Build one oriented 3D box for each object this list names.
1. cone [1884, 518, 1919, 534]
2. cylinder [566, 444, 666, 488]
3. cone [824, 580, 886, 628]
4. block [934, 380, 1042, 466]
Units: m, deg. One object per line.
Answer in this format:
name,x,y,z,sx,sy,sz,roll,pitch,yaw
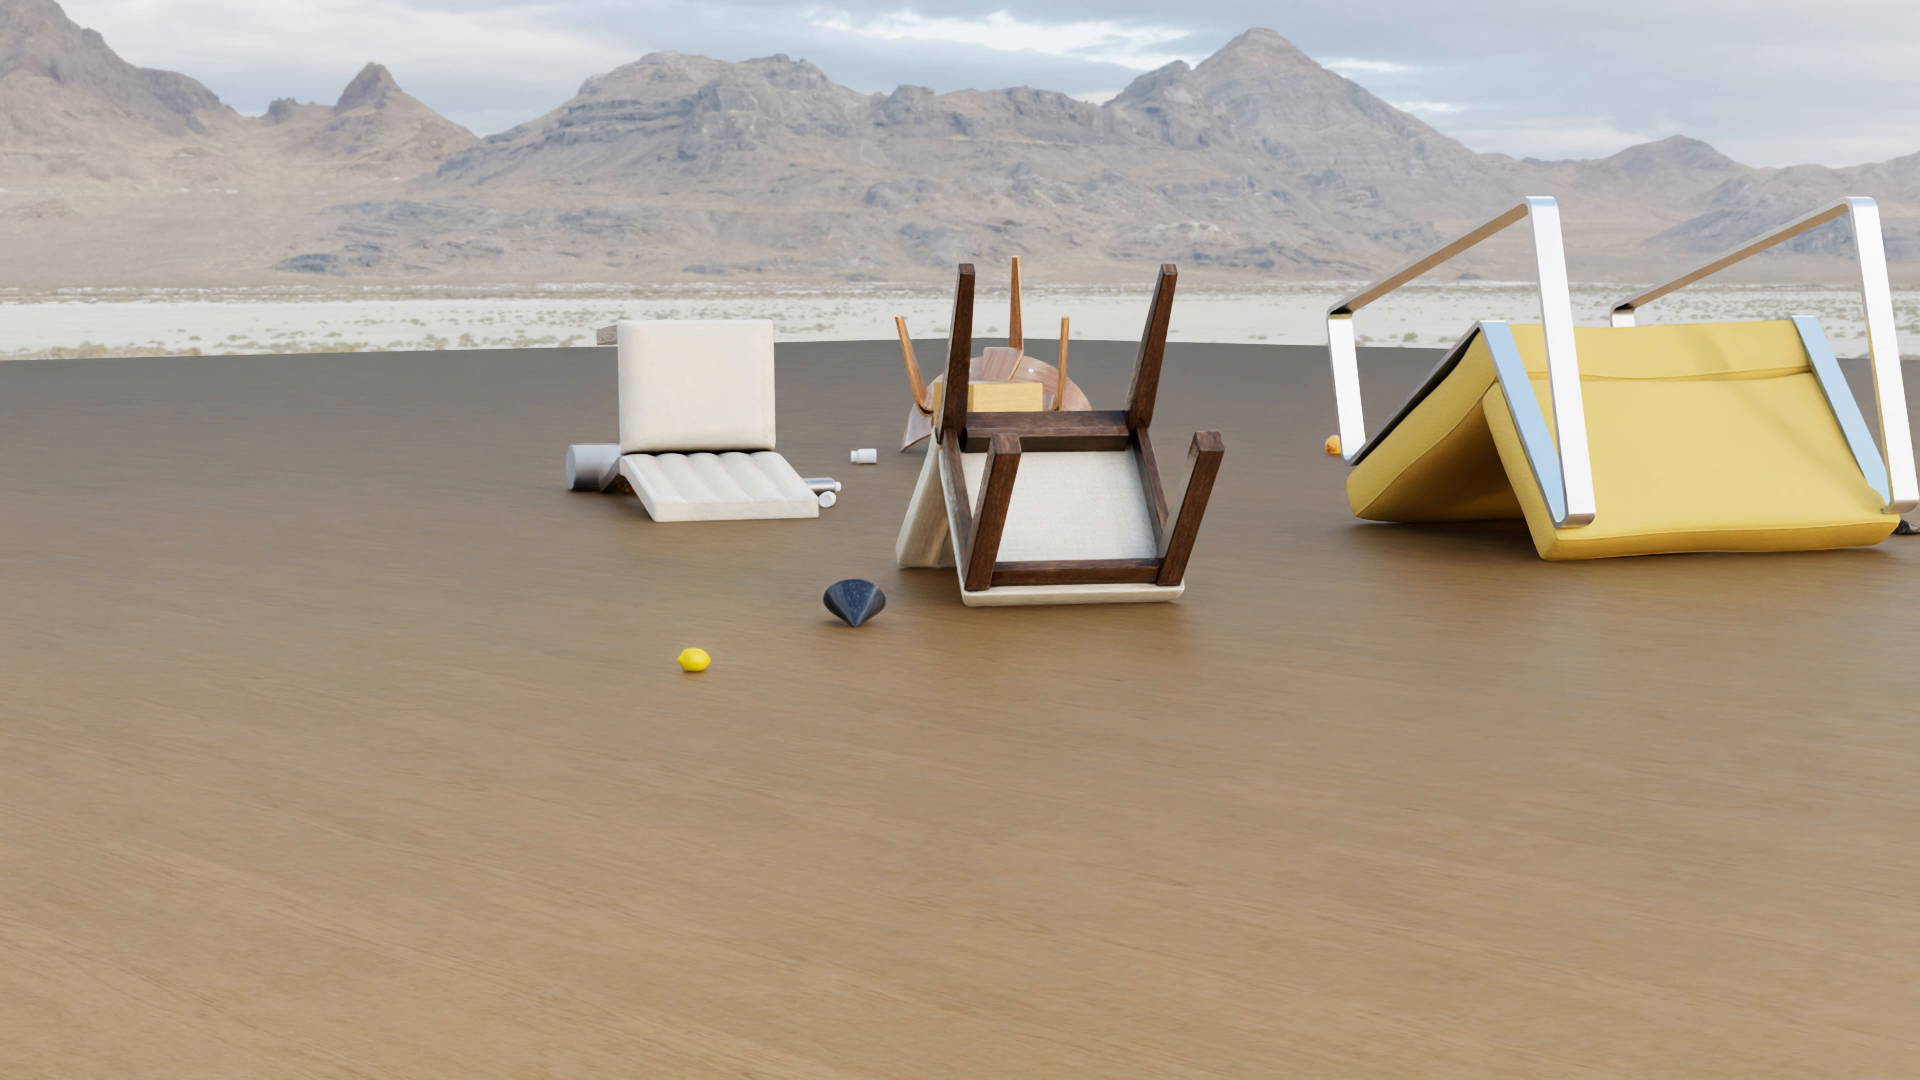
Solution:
cone,2.446,-0.027,6.580,0.101,0.039,0.103,10,2,-15
cylinder,-1.069,-0.229,7.972,0.279,0.131,0.250,-2,-4,-15
cone,-0.199,0.139,4.853,0.120,0.094,0.093,6,33,-8
block,0.098,-0.414,9.045,0.283,0.283,0.270,-4,7,-31
